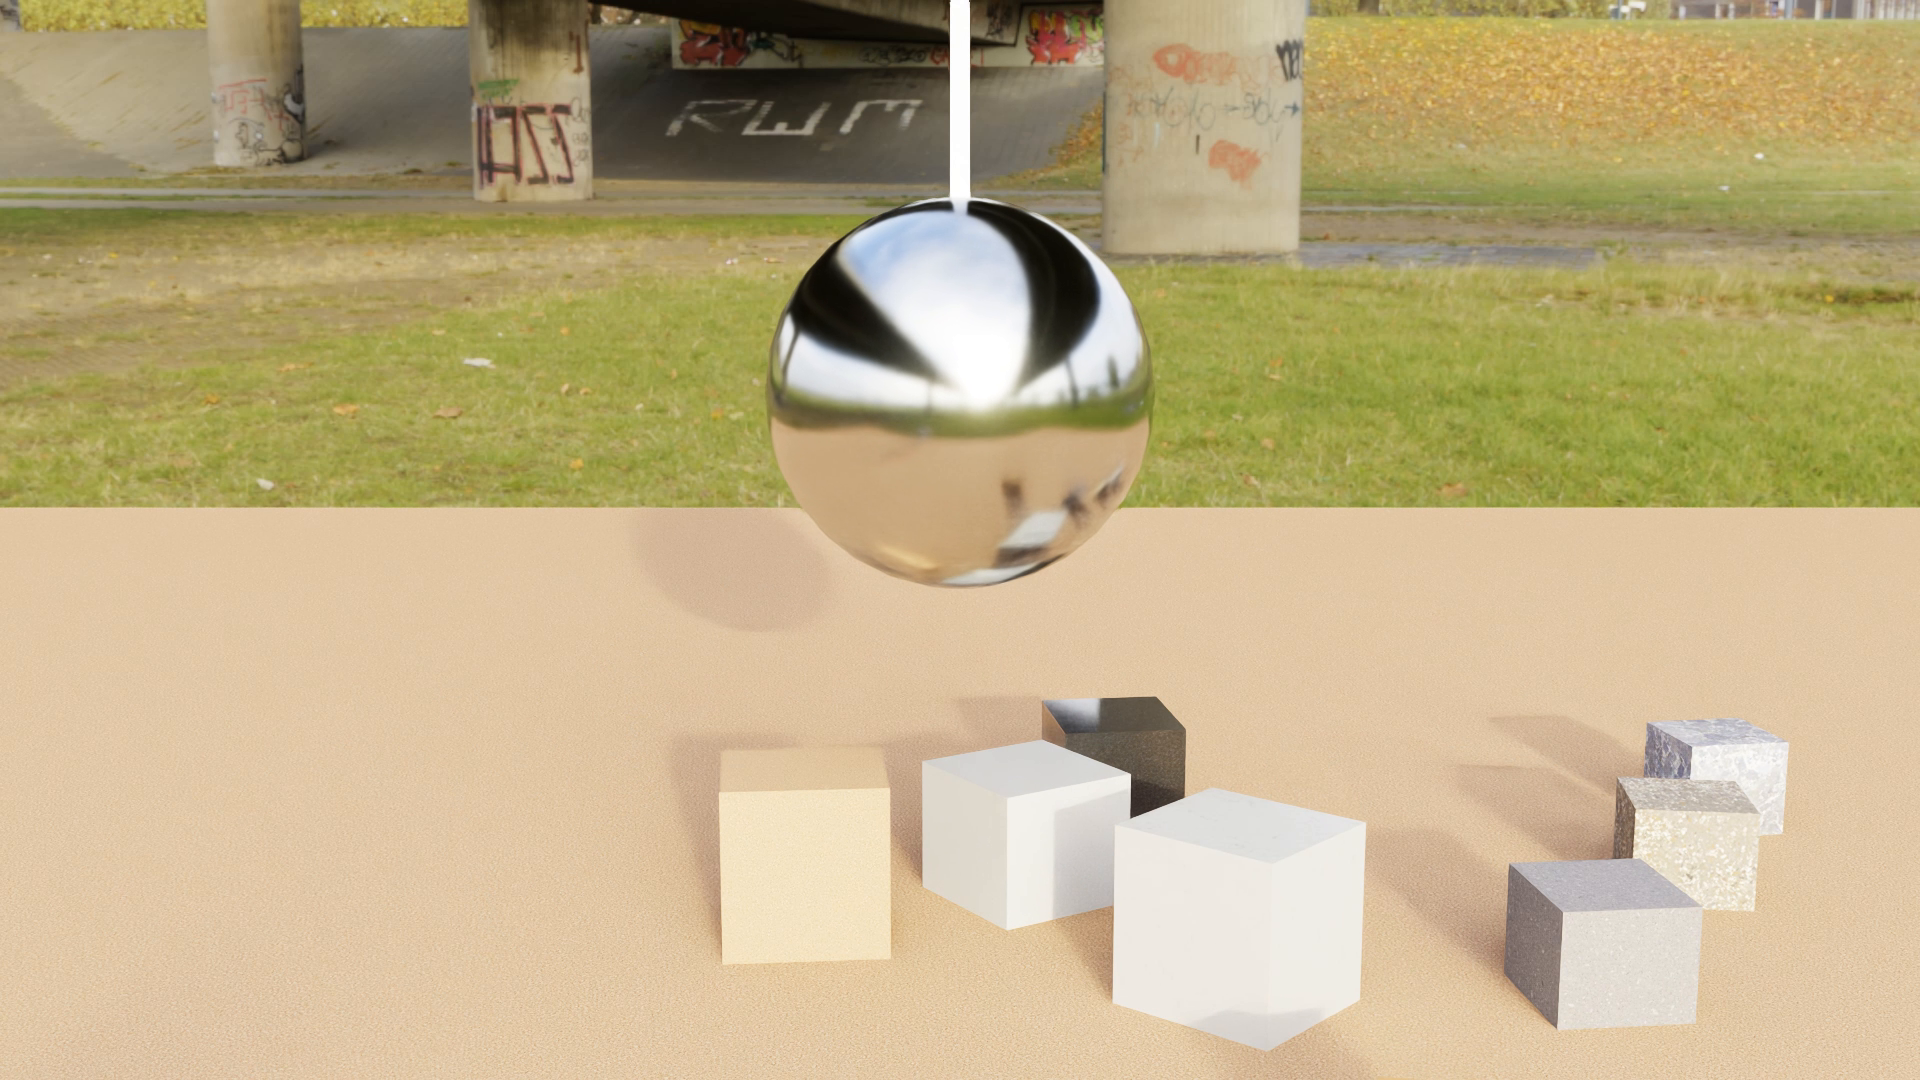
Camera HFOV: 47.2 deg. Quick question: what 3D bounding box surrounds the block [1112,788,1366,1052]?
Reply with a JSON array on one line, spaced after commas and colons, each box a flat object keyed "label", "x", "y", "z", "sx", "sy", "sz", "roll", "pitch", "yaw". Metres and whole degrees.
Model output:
[{"label": "block", "x": 1.142, "y": 1.530, "z": 9.015, "sx": 0.754, "sy": 0.765, "sz": 0.695, "roll": 9, "pitch": 14, "yaw": 40}]

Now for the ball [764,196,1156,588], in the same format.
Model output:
[{"label": "ball", "x": 0.000, "y": -0.600, "z": 9.024, "sx": 1.600, "sy": 1.600, "sz": 1.600, "roll": 0, "pitch": 10, "yaw": 0}]

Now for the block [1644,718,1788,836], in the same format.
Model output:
[{"label": "block", "x": 3.914, "y": 1.233, "z": 11.422, "sx": 0.527, "sy": 0.488, "sz": 0.490, "roll": -2, "pitch": 10, "yaw": -10}]

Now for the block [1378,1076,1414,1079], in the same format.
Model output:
[{"label": "block", "x": 1.560, "y": 2.040, "z": 6.953, "sx": 0.474, "sy": 0.498, "sz": 0.452, "roll": 2, "pitch": 10, "yaw": 8}]

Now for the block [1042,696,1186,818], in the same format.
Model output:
[{"label": "block", "x": 0.782, "y": 1.190, "z": 11.347, "sx": 0.614, "sy": 0.599, "sz": 0.672, "roll": -1, "pitch": 10, "yaw": -8}]

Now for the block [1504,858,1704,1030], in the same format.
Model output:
[{"label": "block", "x": 2.641, "y": 1.657, "z": 9.076, "sx": 0.577, "sy": 0.493, "sz": 0.609, "roll": -1, "pitch": 10, "yaw": -6}]

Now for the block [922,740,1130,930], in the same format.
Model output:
[{"label": "block", "x": 0.305, "y": 1.366, "z": 10.321, "sx": 0.692, "sy": 0.619, "sz": 0.706, "roll": -7, "pitch": 12, "yaw": -33}]

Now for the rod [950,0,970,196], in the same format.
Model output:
[{"label": "rod", "x": 0.000, "y": -3.955, "z": 9.574, "sx": 0.080, "sy": 5.200, "sz": 0.080, "roll": 0, "pitch": -9, "yaw": 0}]

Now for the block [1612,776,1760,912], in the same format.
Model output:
[{"label": "block", "x": 3.424, "y": 1.430, "z": 10.398, "sx": 0.554, "sy": 0.466, "sz": 0.531, "roll": 1, "pitch": 10, "yaw": 7}]

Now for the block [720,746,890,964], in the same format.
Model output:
[{"label": "block", "x": -0.692, "y": 1.388, "z": 9.777, "sx": 0.728, "sy": 0.770, "sz": 0.657, "roll": -1, "pitch": 10, "yaw": -5}]
